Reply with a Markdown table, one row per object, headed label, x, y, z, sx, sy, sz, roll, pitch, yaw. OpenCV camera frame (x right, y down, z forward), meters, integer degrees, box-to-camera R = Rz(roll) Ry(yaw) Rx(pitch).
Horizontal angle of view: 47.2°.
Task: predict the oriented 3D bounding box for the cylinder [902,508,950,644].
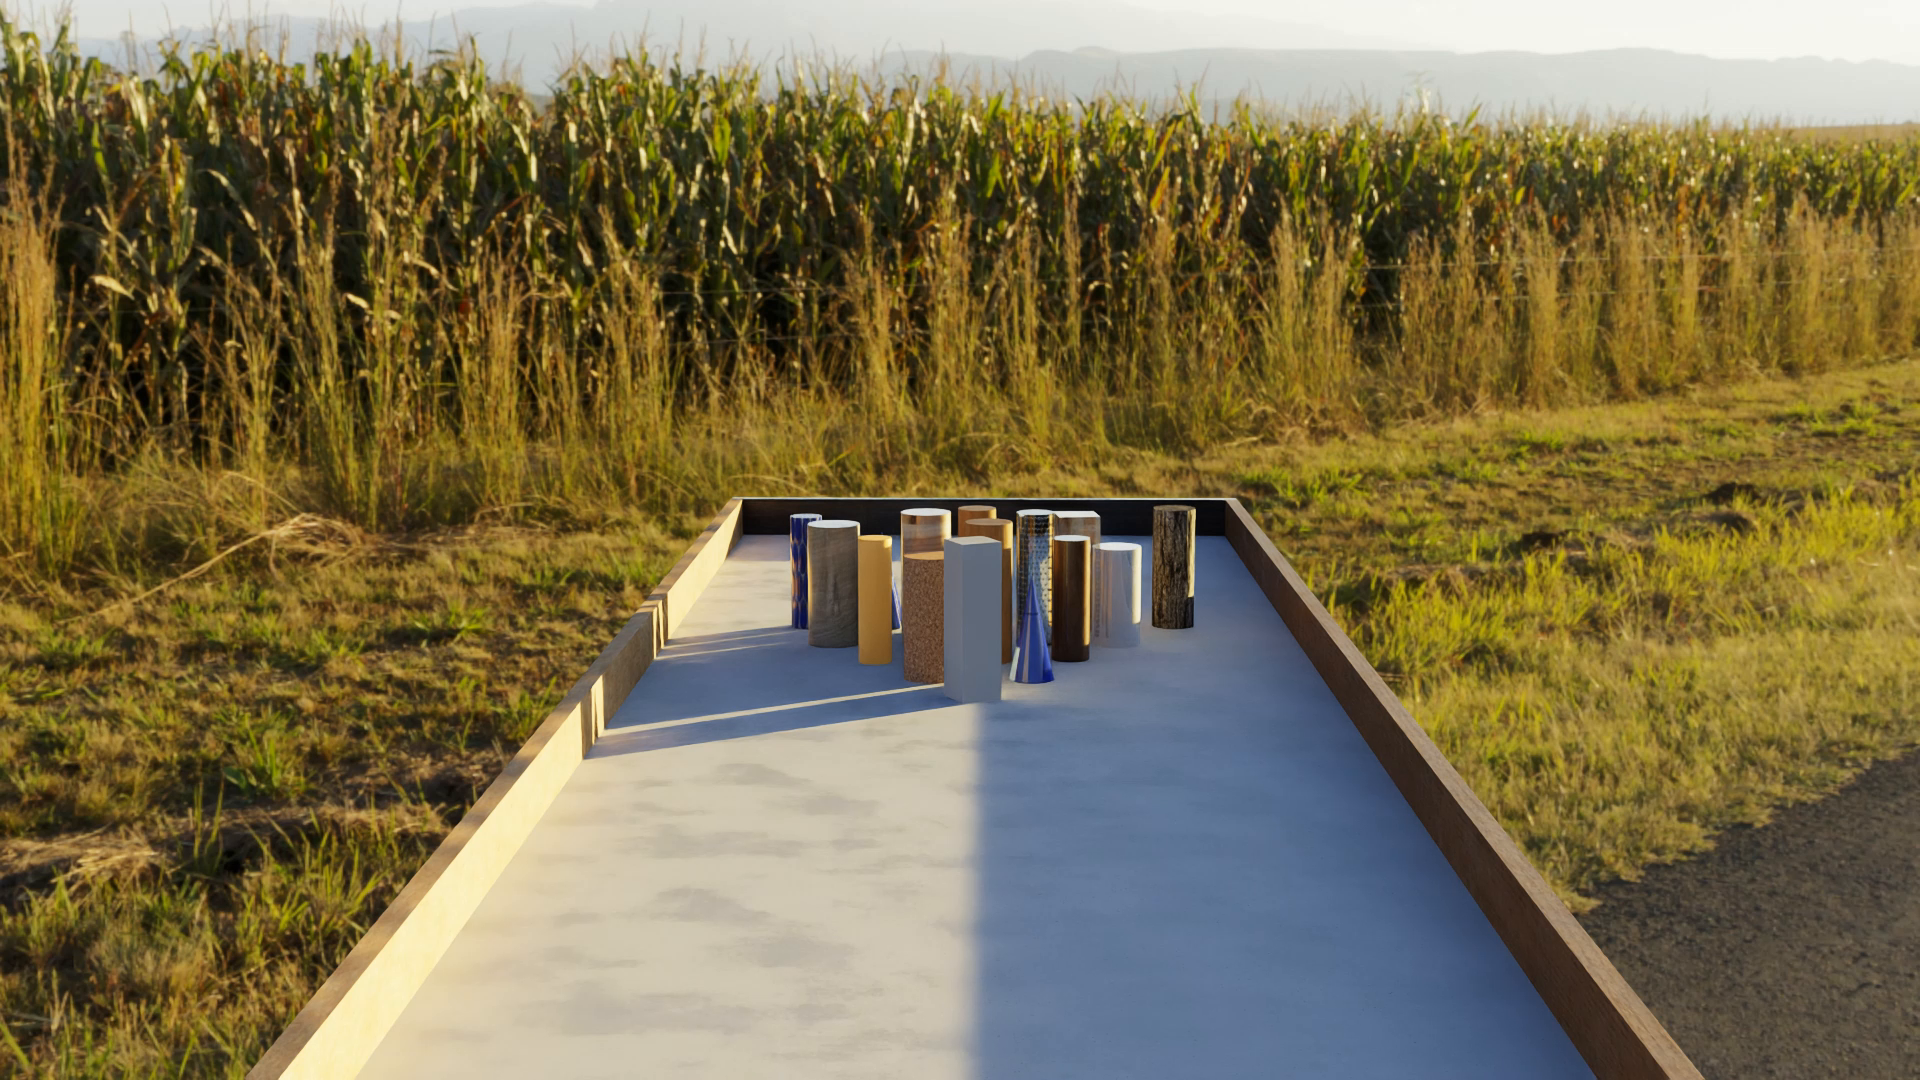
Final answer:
| label | x | y | z | sx | sy | sz | roll | pitch | yaw |
| --- | --- | --- | --- | --- | --- | --- | --- | --- | --- |
| cylinder | -0.107 | 0.118 | 6.934 | 0.157 | 0.417 | 0.157 | 0 | 9 | 0 |

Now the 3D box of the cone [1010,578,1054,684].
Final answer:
| label | x | y | z | sx | sy | sz | roll | pitch | yaw |
| --- | --- | --- | --- | --- | --- | --- | --- | --- | --- |
| cone | 0.210 | 0.253 | 6.419 | 0.132 | 0.311 | 0.132 | 0 | 9 | 0 |

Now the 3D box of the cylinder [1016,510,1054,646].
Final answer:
| label | x | y | z | sx | sy | sz | roll | pitch | yaw |
| --- | --- | --- | --- | --- | --- | --- | --- | --- | --- |
| cylinder | 0.237 | 0.119 | 6.922 | 0.120 | 0.418 | 0.120 | 0 | 9 | 0 |

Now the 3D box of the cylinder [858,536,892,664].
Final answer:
| label | x | y | z | sx | sy | sz | roll | pitch | yaw |
| --- | --- | --- | --- | --- | --- | --- | --- | --- | --- |
| cylinder | -0.257 | 0.181 | 6.655 | 0.102 | 0.380 | 0.102 | 0 | 9 | 0 |

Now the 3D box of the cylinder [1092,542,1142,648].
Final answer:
| label | x | y | z | sx | sy | sz | roll | pitch | yaw |
| --- | --- | --- | --- | --- | --- | --- | --- | --- | --- |
| cylinder | 0.492 | 0.173 | 6.929 | 0.155 | 0.310 | 0.155 | 0 | 9 | 0 |

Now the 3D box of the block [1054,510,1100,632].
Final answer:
| label | x | y | z | sx | sy | sz | roll | pitch | yaw |
| --- | --- | --- | --- | --- | --- | --- | --- | --- | --- |
| block | 0.379 | 0.101 | 7.172 | 0.133 | 0.375 | 0.133 | -1 | 9 | -7 |

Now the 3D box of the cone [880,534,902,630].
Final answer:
| label | x | y | z | sx | sy | sz | roll | pitch | yaw |
| --- | --- | --- | --- | --- | --- | --- | --- | --- | --- |
| cone | -0.256 | 0.127 | 7.200 | 0.160 | 0.315 | 0.160 | 0 | 9 | 0 |

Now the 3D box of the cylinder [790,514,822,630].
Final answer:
| label | x | y | z | sx | sy | sz | roll | pitch | yaw |
| --- | --- | --- | --- | --- | --- | --- | --- | --- | --- |
| cylinder | -0.502 | 0.102 | 7.193 | 0.103 | 0.366 | 0.103 | 0 | 9 | 0 |

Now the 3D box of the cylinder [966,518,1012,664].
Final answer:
| label | x | y | z | sx | sy | sz | roll | pitch | yaw |
| --- | --- | --- | --- | --- | --- | --- | --- | --- | --- |
| cylinder | 0.087 | 0.155 | 6.667 | 0.143 | 0.426 | 0.143 | 0 | 9 | 0 |

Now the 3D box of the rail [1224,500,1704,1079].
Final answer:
| label | x | y | z | sx | sy | sz | roll | pitch | yaw |
| --- | --- | --- | --- | --- | --- | --- | --- | --- | --- |
| rail | 1.046 | 0.843 | 3.208 | 0.050 | 0.150 | 12.000 | 0 | 9 | 1 |

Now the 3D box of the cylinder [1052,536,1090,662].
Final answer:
| label | x | y | z | sx | sy | sz | roll | pitch | yaw |
| --- | --- | --- | --- | --- | --- | --- | --- | --- | --- |
| cylinder | 0.337 | 0.178 | 6.694 | 0.116 | 0.373 | 0.116 | 0 | 9 | 0 |

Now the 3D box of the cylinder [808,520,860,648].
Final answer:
| label | x | y | z | sx | sy | sz | roll | pitch | yaw |
| --- | --- | --- | --- | --- | --- | --- | --- | --- | --- |
| cylinder | -0.396 | 0.137 | 6.924 | 0.165 | 0.381 | 0.165 | 0 | 9 | 0 |

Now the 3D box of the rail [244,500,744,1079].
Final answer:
| label | x | y | z | sx | sy | sz | roll | pitch | yaw |
| --- | --- | --- | --- | --- | --- | --- | --- | --- | --- |
| rail | -1.004 | 0.839 | 3.234 | 0.050 | 0.150 | 12.000 | 0 | 9 | 1 |

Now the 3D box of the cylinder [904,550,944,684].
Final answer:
| label | x | y | z | sx | sy | sz | roll | pitch | yaw |
| --- | --- | --- | --- | --- | --- | --- | --- | --- | --- |
| cylinder | -0.085 | 0.224 | 6.429 | 0.159 | 0.365 | 0.159 | 0 | 9 | 0 |

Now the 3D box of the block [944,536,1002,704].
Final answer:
| label | x | y | z | sx | sy | sz | roll | pitch | yaw |
| --- | --- | --- | --- | --- | --- | --- | --- | --- | --- |
| block | 0.035 | 0.222 | 6.175 | 0.121 | 0.448 | 0.121 | -4 | 10 | -25 |

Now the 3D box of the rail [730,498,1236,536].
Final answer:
| label | x | y | z | sx | sy | sz | roll | pitch | yaw |
| --- | --- | --- | --- | --- | --- | --- | --- | --- | --- |
| rail | 0.099 | -0.098 | 9.147 | 2.100 | 0.150 | 0.050 | 0 | 9 | 1 |

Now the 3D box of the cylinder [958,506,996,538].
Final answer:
| label | x | y | z | sx | sy | sz | roll | pitch | yaw |
| --- | --- | --- | --- | --- | --- | --- | --- | --- | --- |
| cylinder | 0.056 | 0.092 | 7.165 | 0.124 | 0.395 | 0.124 | 0 | 9 | 0 |

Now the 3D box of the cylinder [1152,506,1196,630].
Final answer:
| label | x | y | z | sx | sy | sz | roll | pitch | yaw |
| --- | --- | --- | --- | --- | --- | --- | --- | --- | --- |
| cylinder | 0.700 | 0.088 | 7.210 | 0.138 | 0.390 | 0.138 | 0 | 9 | 0 |
